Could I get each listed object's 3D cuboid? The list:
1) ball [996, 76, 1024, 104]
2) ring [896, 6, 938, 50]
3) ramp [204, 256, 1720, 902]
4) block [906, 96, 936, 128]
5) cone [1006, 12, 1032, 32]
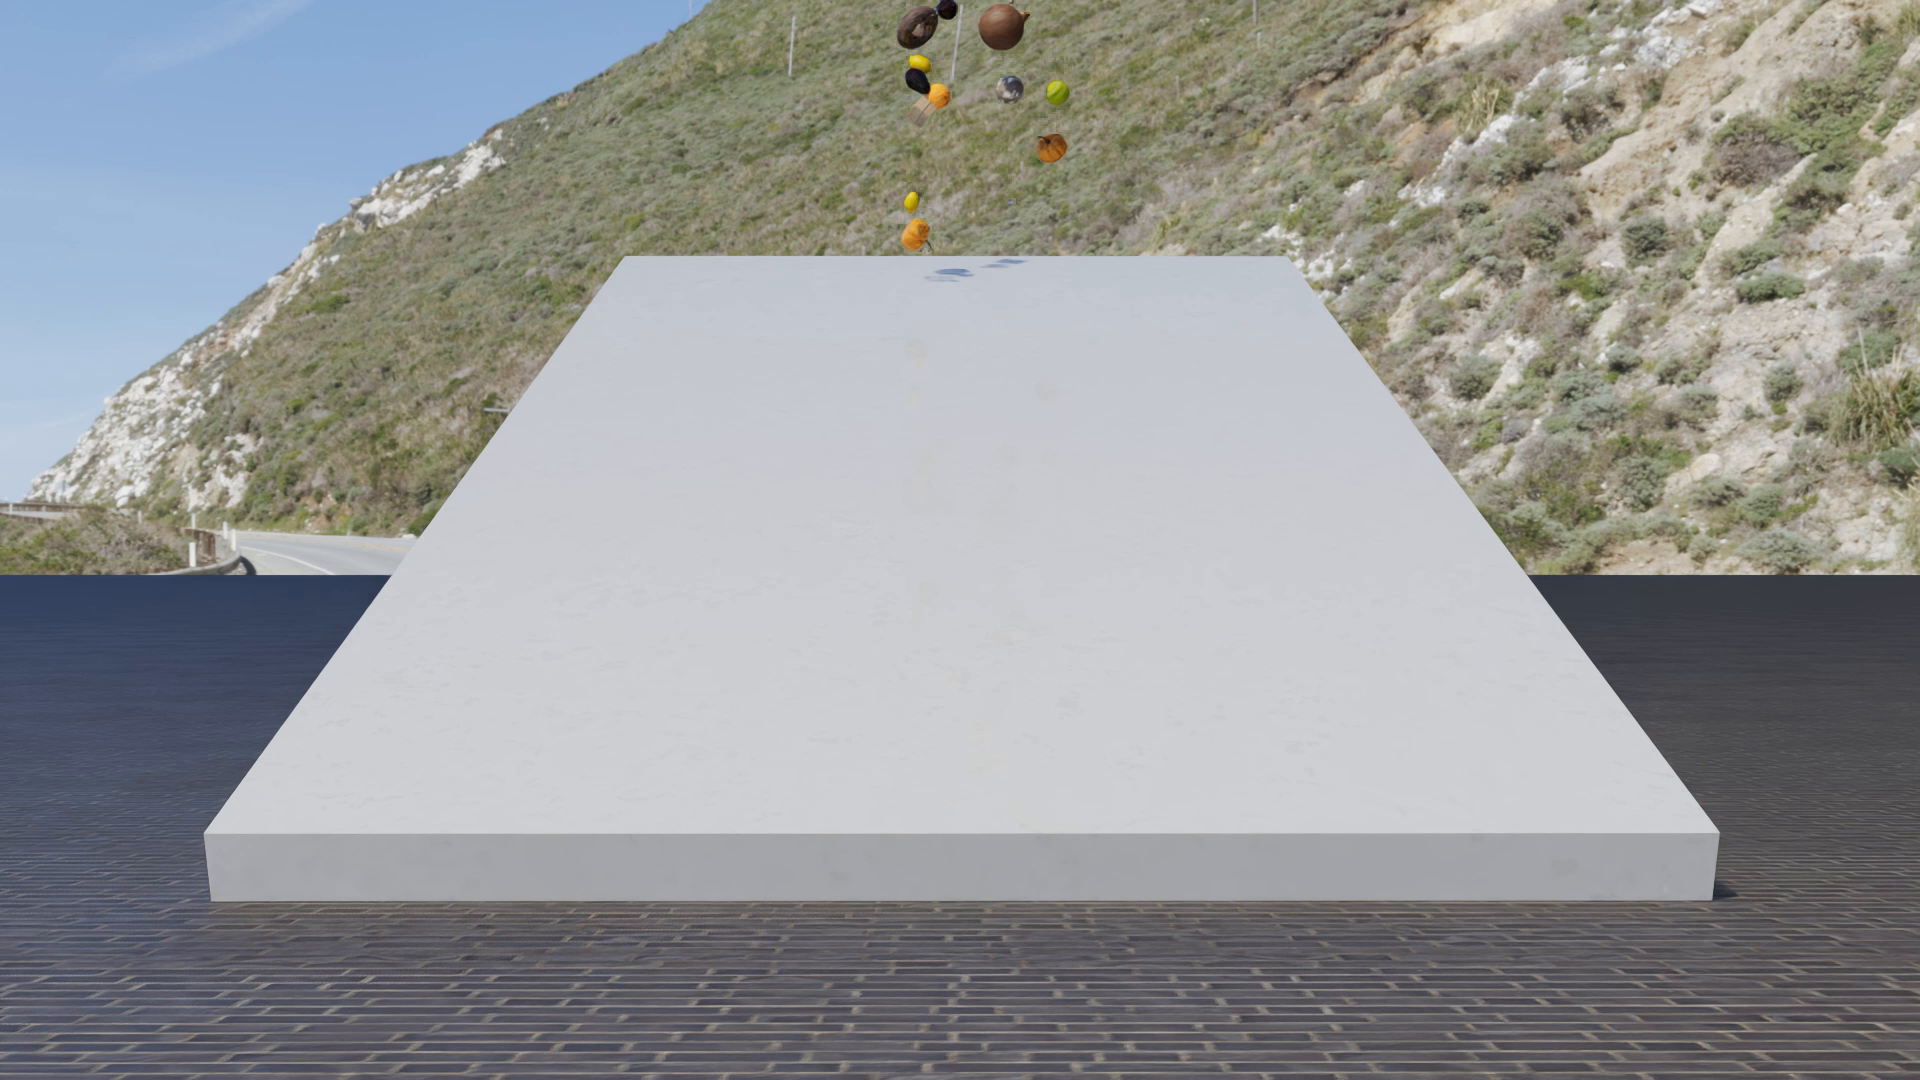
[{"bbox_3d":[0.143,-1.297,6.452,0.083,0.083,0.083,0,-1,0],"label":"ball"},{"bbox_3d":[-0.125,-1.490,6.508,0.047,0.141,0.141,47,23,24],"label":"ring"},{"bbox_3d":[-0.004,-0.188,4.868,2.000,0.100,4.000,0,18,0],"label":"ramp"},{"bbox_3d":[-0.108,-1.202,6.290,0.053,0.053,0.053,38,-43,-3],"label":"block"},{"bbox_3d":[0.183,-1.541,6.593,0.070,0.070,0.070,-27,-4,7],"label":"cone"}]
